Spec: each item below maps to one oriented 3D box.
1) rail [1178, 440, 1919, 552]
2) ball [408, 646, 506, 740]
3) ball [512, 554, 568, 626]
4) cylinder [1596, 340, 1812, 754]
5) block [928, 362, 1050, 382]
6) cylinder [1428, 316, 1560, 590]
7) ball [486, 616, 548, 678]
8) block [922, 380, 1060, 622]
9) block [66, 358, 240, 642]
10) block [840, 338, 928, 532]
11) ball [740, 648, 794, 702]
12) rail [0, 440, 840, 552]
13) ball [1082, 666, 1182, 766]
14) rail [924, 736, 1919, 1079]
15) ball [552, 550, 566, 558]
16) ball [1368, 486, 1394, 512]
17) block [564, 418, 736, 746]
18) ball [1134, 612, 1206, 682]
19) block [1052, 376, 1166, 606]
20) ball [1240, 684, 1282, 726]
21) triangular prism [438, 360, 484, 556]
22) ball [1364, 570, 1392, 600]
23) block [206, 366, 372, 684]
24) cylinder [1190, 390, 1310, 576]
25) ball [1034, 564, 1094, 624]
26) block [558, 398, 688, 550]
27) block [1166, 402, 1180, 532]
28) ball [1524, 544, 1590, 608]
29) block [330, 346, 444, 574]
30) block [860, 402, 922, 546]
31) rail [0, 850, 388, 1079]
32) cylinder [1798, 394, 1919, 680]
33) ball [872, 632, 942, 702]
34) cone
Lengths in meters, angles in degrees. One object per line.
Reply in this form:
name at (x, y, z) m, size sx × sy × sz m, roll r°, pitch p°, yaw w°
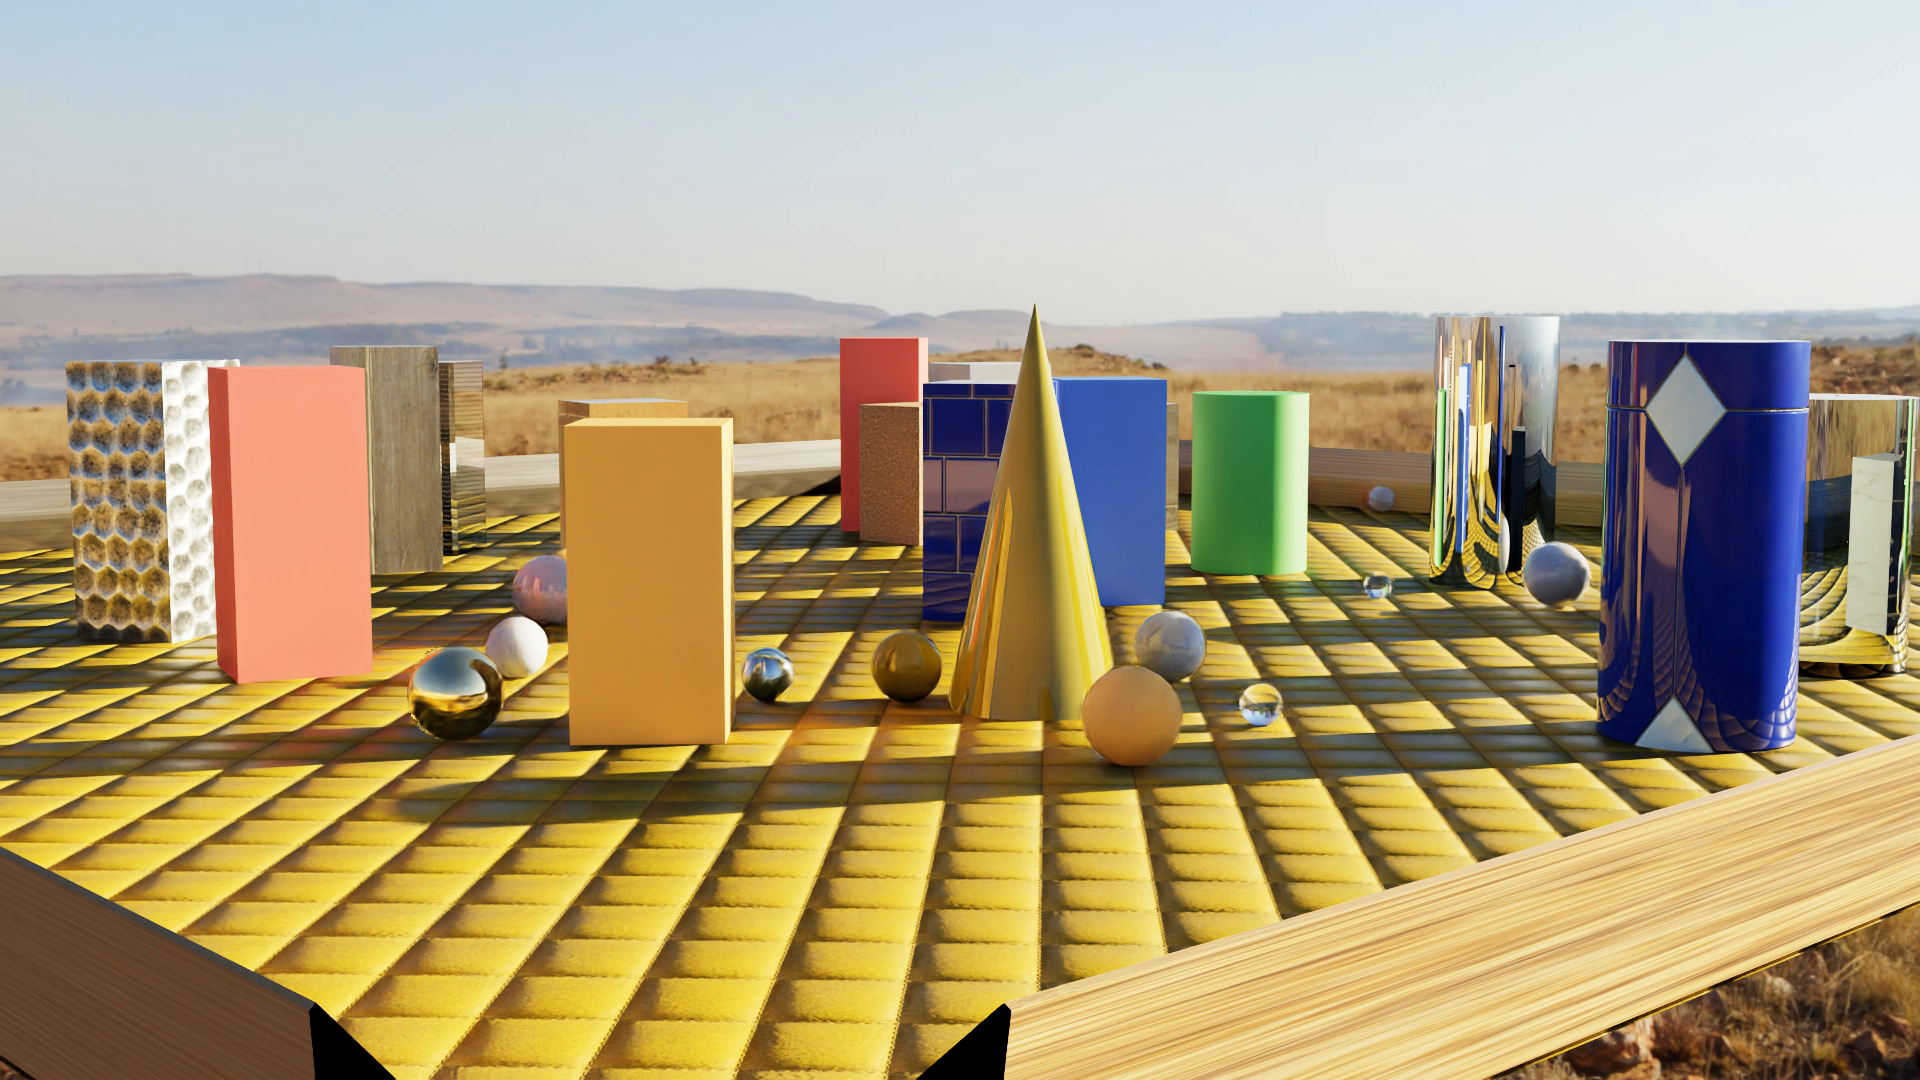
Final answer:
rail at (1.308, -0.091, 4.532) m, size 0.045 × 0.130 × 3.468 m, roll -5°, pitch 8°, yaw -42°
ball at (-0.523, 0.159, 2.288) m, size 0.098 × 0.098 × 0.098 m, roll 0°, pitch 6°, yaw 0°
ball at (-0.585, 0.071, 3.128) m, size 0.100 × 0.100 × 0.100 m, roll 0°, pitch 6°, yaw 0°
cylinder at (0.775, -0.001, 2.299) m, size 0.200 × 0.414 × 0.200 m, roll 0°, pitch 6°, yaw 0°
block at (0.052, -0.137, 3.901) m, size 0.160 × 0.353 × 0.160 m, roll -3°, pitch 7°, yaw -27°
cylinder at (0.874, -0.147, 3.599) m, size 0.200 × 0.435 × 0.200 m, roll 0°, pitch 6°, yaw 0°
ball at (-0.539, 0.131, 2.674) m, size 0.075 × 0.075 × 0.075 m, roll 0°, pitch 6°, yaw 0°
block at (0.046, -0.059, 3.211) m, size 0.160 × 0.342 × 0.160 m, roll 2°, pitch 6°, yaw 17°
block at (-1.109, -0.059, 3.044) m, size 0.160 × 0.377 × 0.160 m, roll 2°, pitch 6°, yaw 20°
block at (-0.154, -0.219, 4.515) m, size 0.160 × 0.390 × 0.160 m, roll 1°, pitch 6°, yaw 6°
ball at (-0.220, 0.154, 2.516) m, size 0.061 × 0.061 × 0.061 m, roll 0°, pitch 6°, yaw 0°
rail at (-1.160, -0.096, 4.582) m, size 3.606 × 0.130 × 0.045 m, roll -5°, pitch 8°, yaw -42°
ball at (0.168, 0.173, 2.159) m, size 0.098 × 0.098 × 0.098 m, roll 0°, pitch 6°, yaw 0°
rail at (1.160, 0.164, 2.081) m, size 3.606 × 0.130 × 0.045 m, roll -5°, pitch 8°, yaw -42°
ball at (-0.598, 0.056, 3.358) m, size 0.083 × 0.083 × 0.083 m, roll 0°, pitch 6°, yaw 0°
ball at (0.935, -0.091, 4.887) m, size 0.058 × 0.058 × 0.058 m, roll 0°, pitch 6°, yaw 0°
block at (-0.324, 0.039, 2.329) m, size 0.160 × 0.329 × 0.160 m, roll 0°, pitch 6°, yaw -2°
ball at (0.252, 0.128, 2.643) m, size 0.086 × 0.086 × 0.086 m, roll 0°, pitch 6°, yaw 0°
block at (0.219, -0.078, 3.393) m, size 0.160 × 0.342 × 0.160 m, roll -1°, pitch 6°, yaw -10°
ball at (0.324, 0.177, 2.366) m, size 0.046 × 0.046 × 0.046 m, roll 0°, pitch 6°, yaw 0°
triangular prism at (-0.946, -0.157, 4.097) m, size 0.173 × 0.352 × 0.150 m, roll 4°, pitch 7°, yaw 35°
ball at (0.649, 0.070, 3.411) m, size 0.044 × 0.044 × 0.044 m, roll 0°, pitch 6°, yaw 0°
block at (-0.831, -0.026, 2.726) m, size 0.160 × 0.375 × 0.160 m, roll -3°, pitch 7°, yaw -27°
cylinder at (0.501, -0.102, 3.805) m, size 0.200 × 0.304 × 0.200 m, roll 0°, pitch 6°, yaw 0°
ball at (0.149, 0.077, 3.145) m, size 0.084 × 0.084 × 0.084 m, roll 0°, pitch 6°, yaw 0°
block at (-0.532, -0.068, 3.481) m, size 0.160 × 0.304 × 0.160 m, roll -3°, pitch 7°, yaw -27°
block at (0.339, -0.152, 4.505) m, size 0.160 × 0.258 × 0.160 m, roll -2°, pitch 6°, yaw -22°
ball at (0.899, 0.053, 3.309) m, size 0.097 × 0.097 × 0.097 m, roll 0°, pitch 6°, yaw 0°
block at (-0.992, -0.142, 3.802) m, size 0.160 × 0.384 × 0.160 m, roll -2°, pitch 6°, yaw -23°
block at (-0.083, -0.132, 4.285) m, size 0.160 × 0.264 × 0.160 m, roll 5°, pitch 8°, yaw 42°
rail at (-1.308, 0.159, 2.132) m, size 0.045 × 0.130 × 3.468 m, roll -5°, pitch 8°, yaw -42°
cylinder at (1.084, -0.010, 2.750) m, size 0.200 × 0.339 × 0.200 m, roll 0°, pitch 6°, yaw 0°
ball at (-0.060, 0.145, 2.507) m, size 0.082 × 0.082 × 0.082 m, roll 0°, pitch 6°, yaw 0°
cone at (0.084, -0.040, 2.473) m, size 0.200 × 0.457 × 0.200 m, roll 0°, pitch 6°, yaw 0°
